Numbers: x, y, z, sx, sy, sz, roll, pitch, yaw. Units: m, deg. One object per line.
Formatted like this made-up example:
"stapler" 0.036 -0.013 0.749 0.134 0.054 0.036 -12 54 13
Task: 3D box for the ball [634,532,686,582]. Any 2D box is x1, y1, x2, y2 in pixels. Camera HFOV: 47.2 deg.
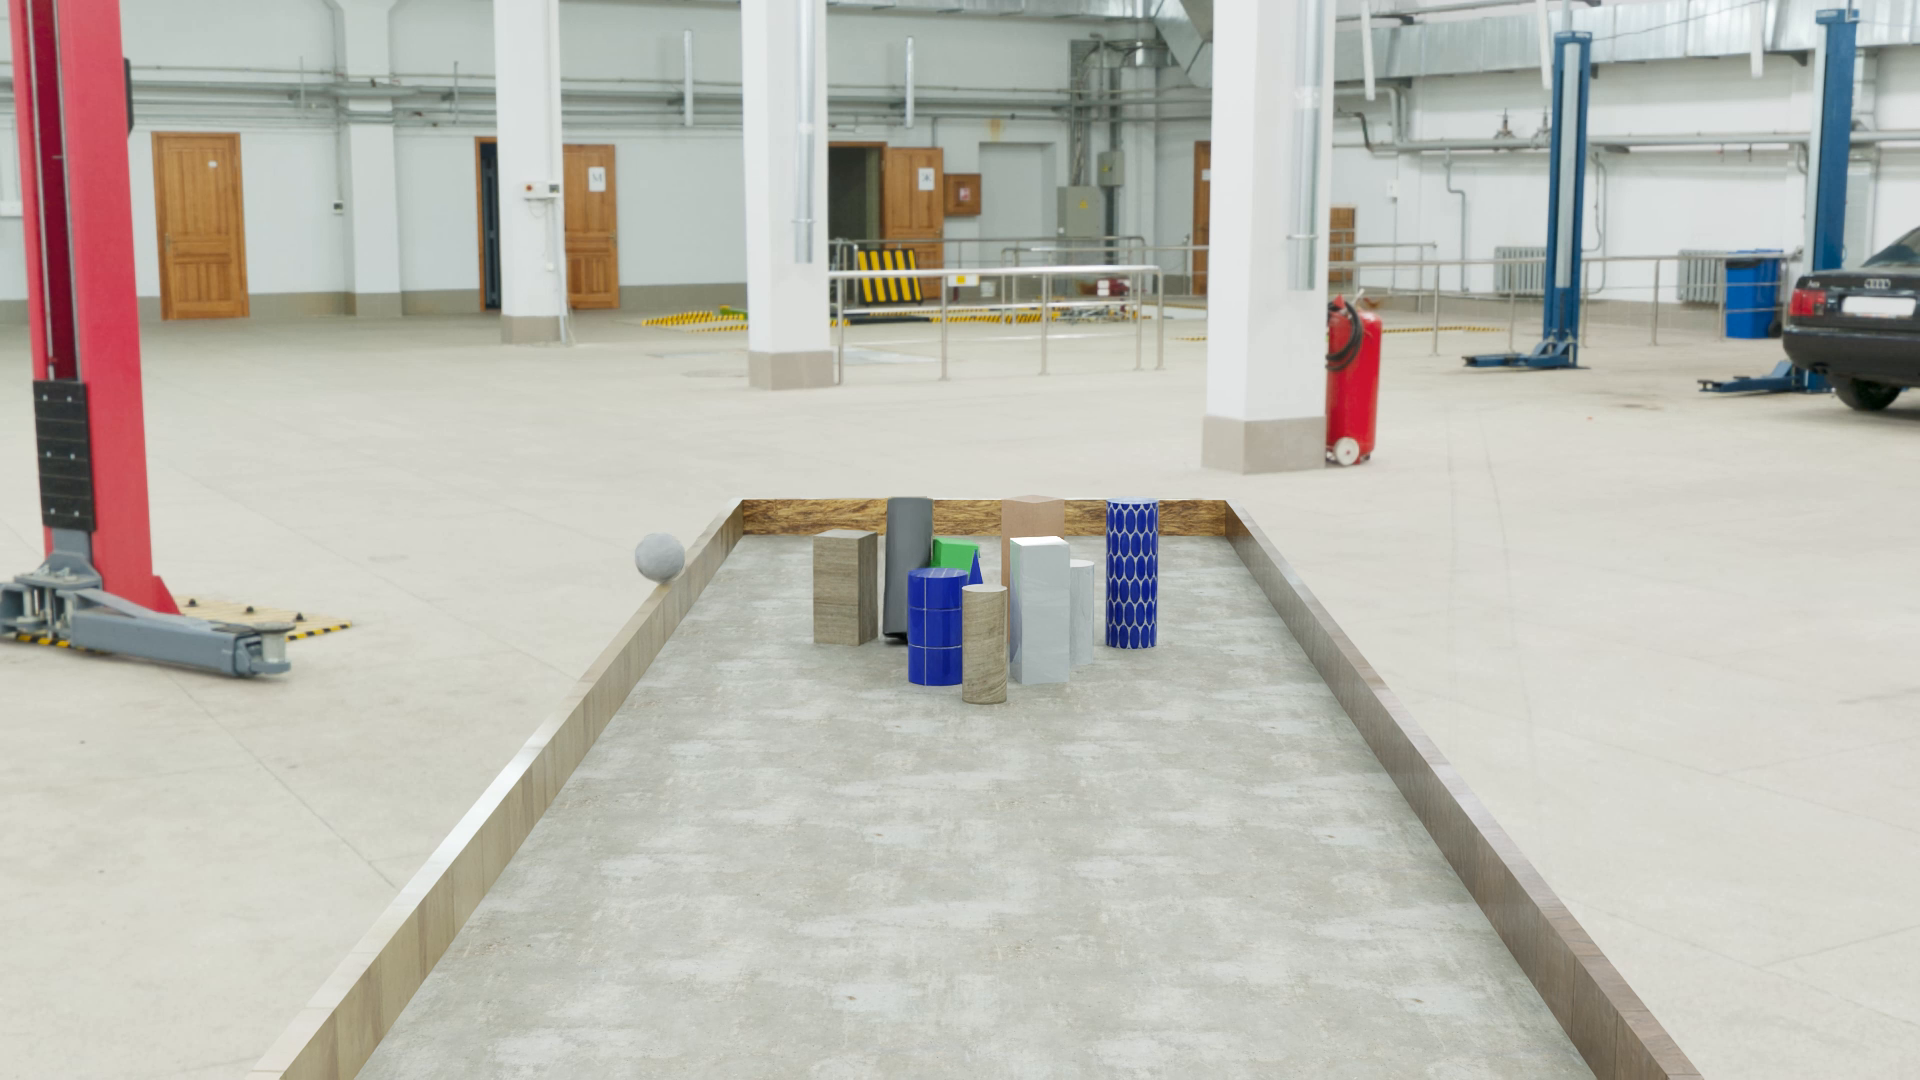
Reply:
"ball" -0.978 0.056 7.166 0.166 0.166 0.166 0 9 0

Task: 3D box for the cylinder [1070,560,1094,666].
"cylinder" 0.337 0.219 6.665 0.138 0.302 0.138 0 9 0

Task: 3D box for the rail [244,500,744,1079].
"rail" -1.004 0.839 3.234 0.050 0.150 12.000 0 9 1

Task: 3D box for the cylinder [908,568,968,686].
"cylinder" -0.064 0.251 6.407 0.177 0.318 0.177 0 9 0

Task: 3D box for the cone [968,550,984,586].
"cone" 0.047 0.194 6.687 0.150 0.343 0.150 0 9 0

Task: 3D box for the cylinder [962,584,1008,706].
"cylinder" 0.069 0.292 6.150 0.126 0.319 0.126 0 9 0

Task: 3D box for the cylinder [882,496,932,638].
"cylinder" -0.166 0.090 6.985 0.147 0.432 0.147 1 -11 0

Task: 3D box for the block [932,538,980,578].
"block" -0.027 0.160 6.963 0.120 0.313 0.120 4 8 -14

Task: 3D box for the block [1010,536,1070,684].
"block" 0.232 0.204 6.421 0.142 0.406 0.142 -2 9 -13

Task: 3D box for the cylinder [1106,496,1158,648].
"cylinder" 0.540 0.102 6.908 0.164 0.457 0.164 0 9 0

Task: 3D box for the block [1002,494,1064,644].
"block" 0.229 0.096 6.940 0.140 0.457 0.140 9 12 44

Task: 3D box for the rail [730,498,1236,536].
"rail" 0.099 -0.098 9.147 2.100 0.150 0.050 0 9 1

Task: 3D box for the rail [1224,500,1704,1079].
"rail" 1.046 0.843 3.208 0.050 0.150 12.000 0 9 1

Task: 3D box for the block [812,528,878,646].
"block" -0.363 0.149 6.976 0.155 0.342 0.155 3 10 21
